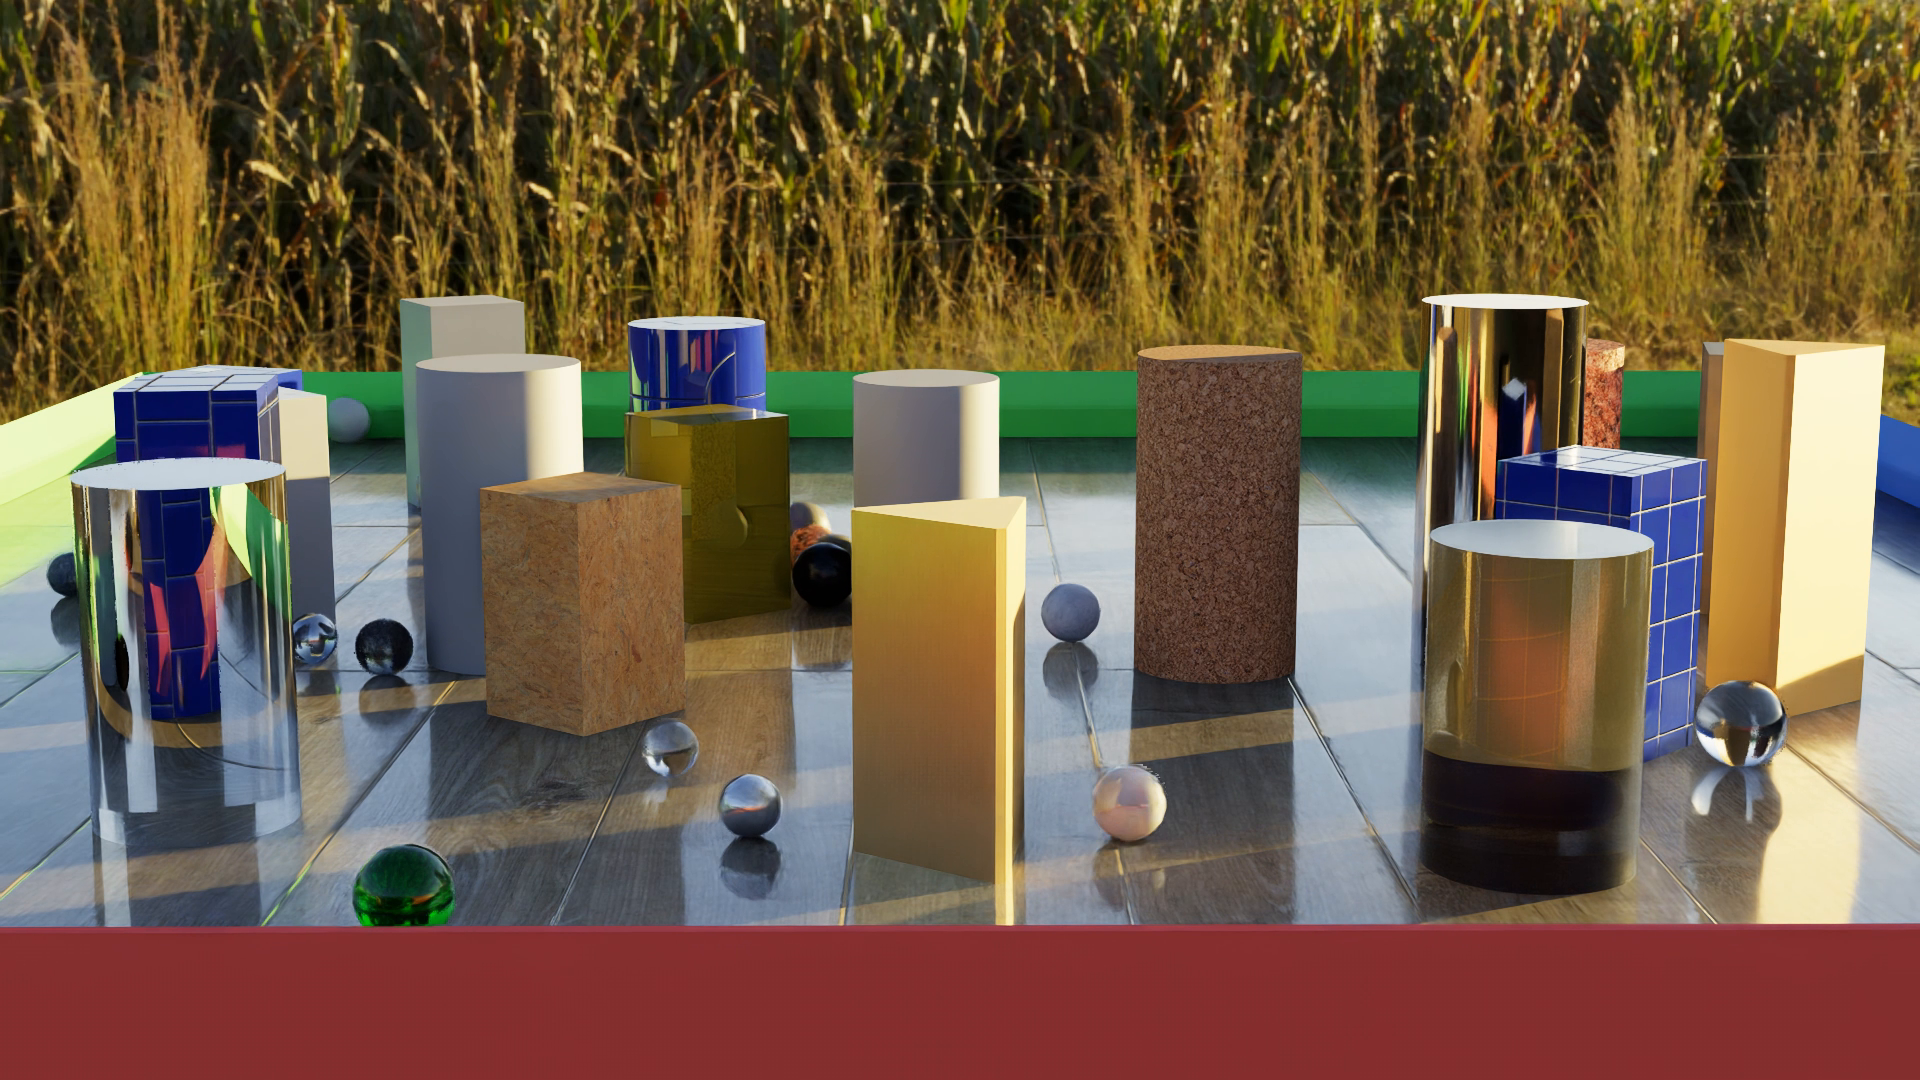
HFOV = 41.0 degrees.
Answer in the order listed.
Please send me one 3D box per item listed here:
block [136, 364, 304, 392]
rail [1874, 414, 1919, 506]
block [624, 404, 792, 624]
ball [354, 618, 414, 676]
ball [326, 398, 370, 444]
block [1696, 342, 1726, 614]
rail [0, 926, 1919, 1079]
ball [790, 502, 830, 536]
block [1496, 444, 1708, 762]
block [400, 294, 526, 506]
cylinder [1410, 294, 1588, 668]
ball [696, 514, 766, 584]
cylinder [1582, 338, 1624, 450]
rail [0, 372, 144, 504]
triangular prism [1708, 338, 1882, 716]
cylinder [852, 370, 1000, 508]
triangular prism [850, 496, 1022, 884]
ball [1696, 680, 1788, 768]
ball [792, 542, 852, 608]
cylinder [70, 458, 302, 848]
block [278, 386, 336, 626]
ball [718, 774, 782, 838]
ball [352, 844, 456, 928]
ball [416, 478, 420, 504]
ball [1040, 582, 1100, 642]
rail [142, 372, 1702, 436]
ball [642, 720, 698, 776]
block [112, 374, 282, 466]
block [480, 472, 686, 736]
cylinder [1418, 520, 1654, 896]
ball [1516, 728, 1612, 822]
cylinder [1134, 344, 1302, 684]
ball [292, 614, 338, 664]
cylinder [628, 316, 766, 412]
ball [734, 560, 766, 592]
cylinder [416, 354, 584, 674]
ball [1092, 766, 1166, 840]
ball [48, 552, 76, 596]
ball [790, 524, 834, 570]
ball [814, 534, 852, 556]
[{"bbox_3d":[-1.024,-0.080,3.574,0.159,0.307,0.159,4,11,21],"label":"block"},{"bbox_3d":[1.583,0.032,3.458,0.045,0.129,3.326,0,10,0],"label":"rail"},{"bbox_3d":[-0.341,-0.039,3.471,0.159,0.265,0.159,-9,14,-39],"label":"block"},{"bbox_3d":[-0.695,0.129,3.098,0.069,0.069,0.069,0,10,0],"label":"ball"},{"bbox_3d":[-1.195,-0.232,4.994,0.091,0.091,0.091,0,10,0],"label":"ball"},{"bbox_3d":[1.085,-0.084,3.479,0.159,0.350,0.159,2,11,13],"label":"block"},{"bbox_3d":[0.009,0.331,1.837,3.213,0.129,0.045,0,10,0],"label":"rail"},{"bbox_3d":[-0.236,-0.018,3.867,0.079,0.079,0.079,0,10,0],"label":"ball"},{"bbox_3d":[0.684,0.069,2.757,0.159,0.313,0.159,10,14,43],"label":"block"},{"bbox_3d":[-0.826,-0.228,4.278,0.159,0.343,0.159,-6,12,-29],"label":"block"},{"bbox_3d":[0.660,-0.071,3.147,0.199,0.445,0.199,0,10,0],"label":"cylinder"},{"bbox_3d":[-0.326,0.013,3.644,0.099,0.099,0.099,0,10,0],"label":"ball"},{"bbox_3d":[0.790,-0.087,3.475,0.199,0.358,0.199,0,10,0],"label":"cylinder"},{"bbox_3d":[-1.583,0.035,3.440,0.045,0.129,3.326,0,10,0],"label":"rail"},{"bbox_3d":[0.936,-0.020,2.962,0.172,0.413,0.149,-8,13,-36],"label":"triangular prism"},{"bbox_3d":[-0.046,-0.068,3.506,0.199,0.309,0.199,0,10,0],"label":"cylinder"},{"bbox_3d":[0.013,0.130,2.393,0.172,0.325,0.149,8,13,36],"label":"triangular prism"},{"bbox_3d":[0.820,0.193,2.693,0.093,0.093,0.093,0,10,0],"label":"ball"},{"bbox_3d":[-0.184,0.048,3.490,0.088,0.088,0.088,0,10,0],"label":"ball"},{"bbox_3d":[-0.748,0.104,2.486,0.199,0.342,0.199,0,10,0],"label":"cylinder"},{"bbox_3d":[-0.928,-0.036,3.336,0.159,0.308,0.159,-9,14,-41],"label":"block"},{"bbox_3d":[-0.200,0.254,2.451,0.061,0.061,0.061,0,10,0],"label":"ball"},{"bbox_3d":[-0.465,0.297,2.149,0.085,0.085,0.085,0,10,0],"label":"ball"},{"bbox_3d":[-0.833,-0.078,4.153,0.094,0.094,0.094,0,10,0],"label":"ball"},{"bbox_3d":[0.141,0.093,3.279,0.076,0.076,0.076,0,10,0],"label":"ball"},{"bbox_3d":[-0.009,-0.265,5.061,3.213,0.129,0.045,0,10,0],"label":"rail"},{"bbox_3d":[-0.300,0.216,2.661,0.058,0.058,0.058,0,10,0],"label":"ball"},{"bbox_3d":[-0.888,-0.005,3.021,0.159,0.362,0.159,-1,11,-6],"label":"block"},{"bbox_3d":[-0.426,0.068,2.906,0.159,0.260,0.159,8,13,38],"label":"block"},{"bbox_3d":[0.526,0.148,2.351,0.199,0.304,0.199,0,10,0],"label":"cylinder"},{"bbox_3d":[0.589,0.229,2.498,0.091,0.091,0.091,0,10,0],"label":"ball"},{"bbox_3d":[0.313,-0.036,3.124,0.199,0.384,0.199,0,10,0],"label":"cylinder"},{"bbox_3d":[-0.798,0.121,3.161,0.062,0.062,0.062,0,10,0],"label":"ball"},{"bbox_3d":[-0.382,-0.139,3.756,0.199,0.358,0.199,0,10,0],"label":"cylinder"},{"bbox_3d":[-0.294,0.051,3.592,0.045,0.045,0.045,0,10,0],"label":"ball"},{"bbox_3d":[-0.564,-0.036,3.168,0.199,0.368,0.199,0,10,0],"label":"cylinder"},{"bbox_3d":[0.161,0.250,2.440,0.071,0.071,0.071,0,10,0],"label":"ball"},{"bbox_3d":[-1.233,0.048,3.559,0.062,0.062,0.062,0,10,0],"label":"ball"},{"bbox_3d":[-0.210,0.019,3.667,0.080,0.080,0.080,0,10,0],"label":"ball"},{"bbox_3d":[-0.175,0.032,3.596,0.081,0.081,0.081,0,10,0],"label":"ball"}]
